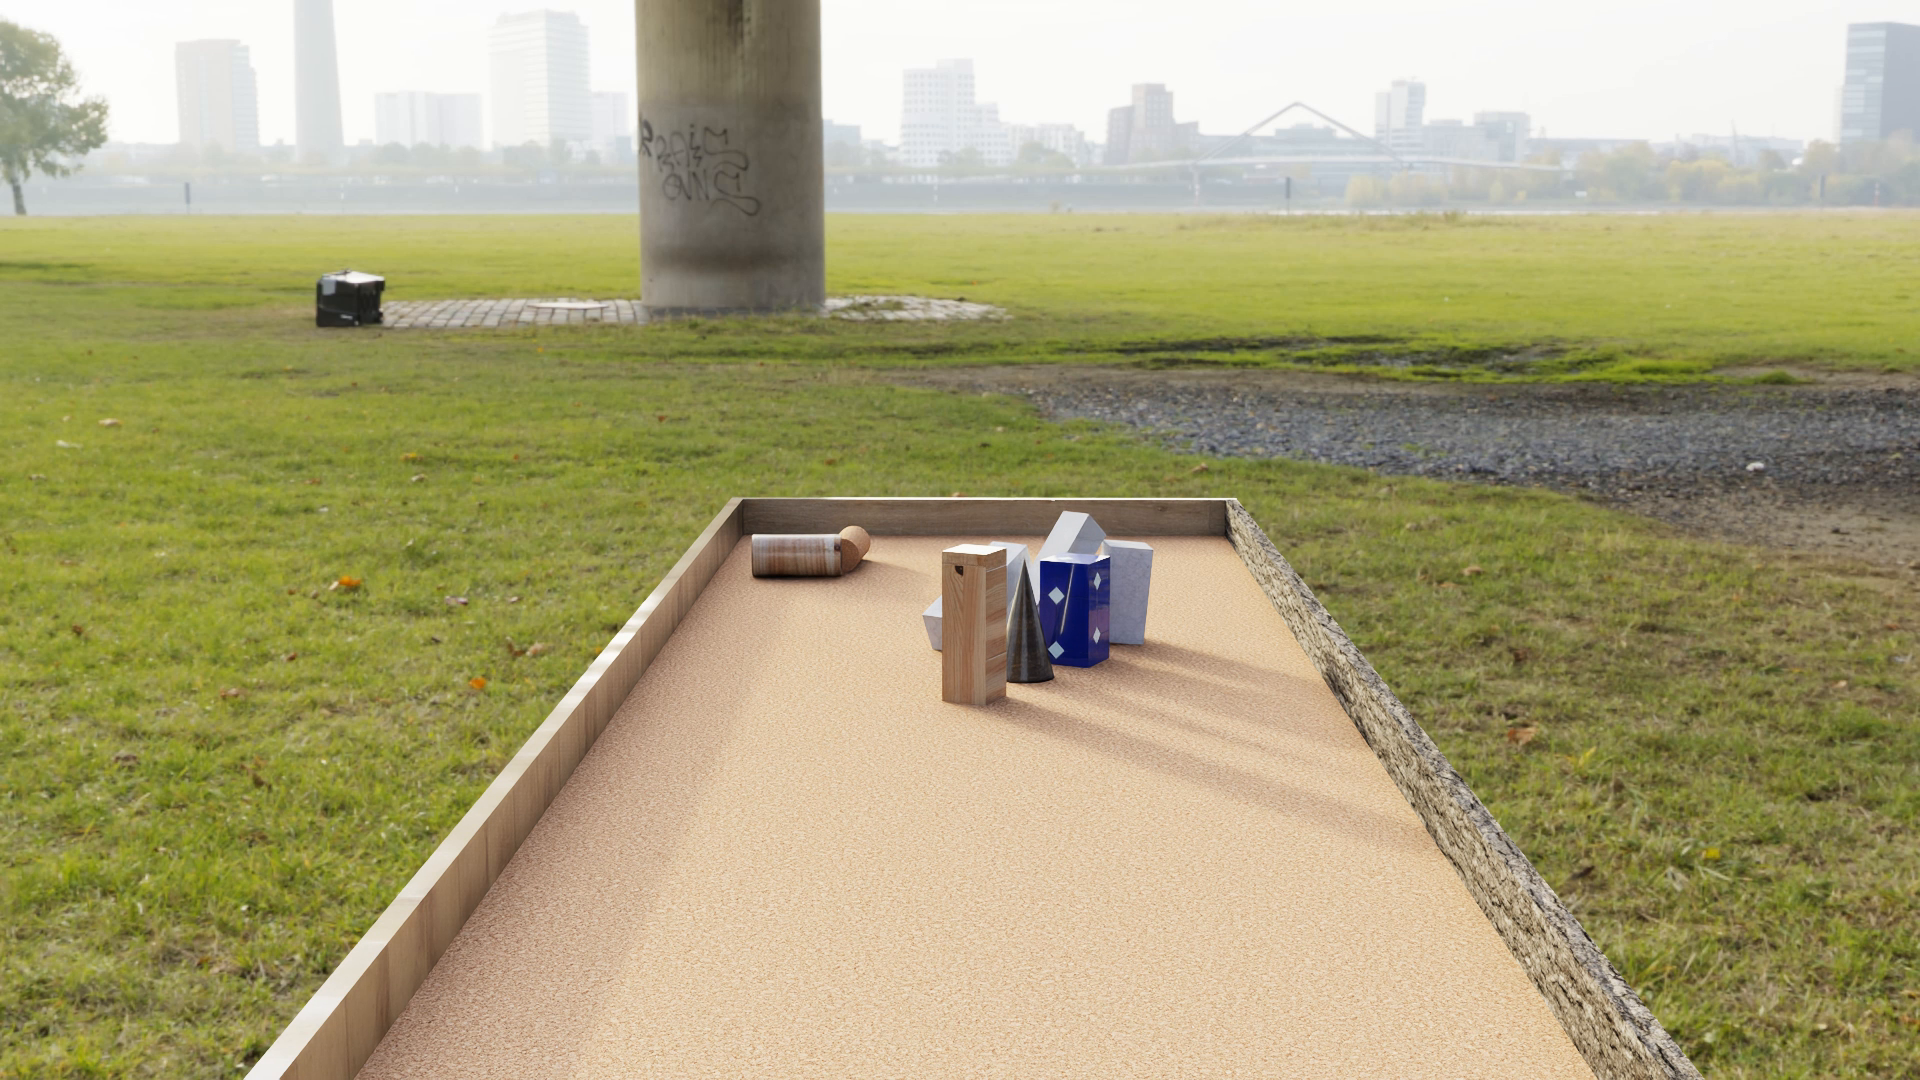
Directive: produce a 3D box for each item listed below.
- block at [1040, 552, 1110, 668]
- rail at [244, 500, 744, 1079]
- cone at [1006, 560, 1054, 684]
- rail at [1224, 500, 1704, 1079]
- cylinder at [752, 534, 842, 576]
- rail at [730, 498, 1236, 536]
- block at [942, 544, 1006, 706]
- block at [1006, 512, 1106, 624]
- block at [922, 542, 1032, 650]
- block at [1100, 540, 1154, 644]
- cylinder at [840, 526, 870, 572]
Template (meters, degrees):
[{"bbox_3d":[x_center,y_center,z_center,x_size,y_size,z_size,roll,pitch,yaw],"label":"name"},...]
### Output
[{"bbox_3d":[0.348,0.211,6.670,0.161,0.316,0.161,4,10,26],"label":"block"},{"bbox_3d":[-1.004,0.839,3.234,0.050,0.150,12.000,0,9,1],"label":"rail"},{"bbox_3d":[0.188,0.227,6.442,0.179,0.356,0.179,0,9,0],"label":"cone"},{"bbox_3d":[1.046,0.843,3.208,0.050,0.150,12.000,0,9,1],"label":"rail"},{"bbox_3d":[-0.603,0.057,8.147,0.326,0.157,0.157,0,9,0],"label":"cylinder"},{"bbox_3d":[0.099,-0.098,9.147,2.100,0.150,0.050,0,9,1],"label":"rail"},{"bbox_3d":[0.041,0.236,6.159,0.135,0.425,0.135,4,10,26],"label":"block"},{"bbox_3d":[0.288,0.127,6.905,0.110,0.454,0.110,8,-31,45],"label":"block"},{"bbox_3d":[0.063,0.178,6.933,0.130,0.130,0.427,6,36,35],"label":"block"},{"bbox_3d":[0.515,0.164,6.963,0.140,0.305,0.140,4,8,-7],"label":"block"},{"bbox_3d":[-0.426,0.034,8.385,0.129,0.129,0.320,1,9,5],"label":"cylinder"}]
